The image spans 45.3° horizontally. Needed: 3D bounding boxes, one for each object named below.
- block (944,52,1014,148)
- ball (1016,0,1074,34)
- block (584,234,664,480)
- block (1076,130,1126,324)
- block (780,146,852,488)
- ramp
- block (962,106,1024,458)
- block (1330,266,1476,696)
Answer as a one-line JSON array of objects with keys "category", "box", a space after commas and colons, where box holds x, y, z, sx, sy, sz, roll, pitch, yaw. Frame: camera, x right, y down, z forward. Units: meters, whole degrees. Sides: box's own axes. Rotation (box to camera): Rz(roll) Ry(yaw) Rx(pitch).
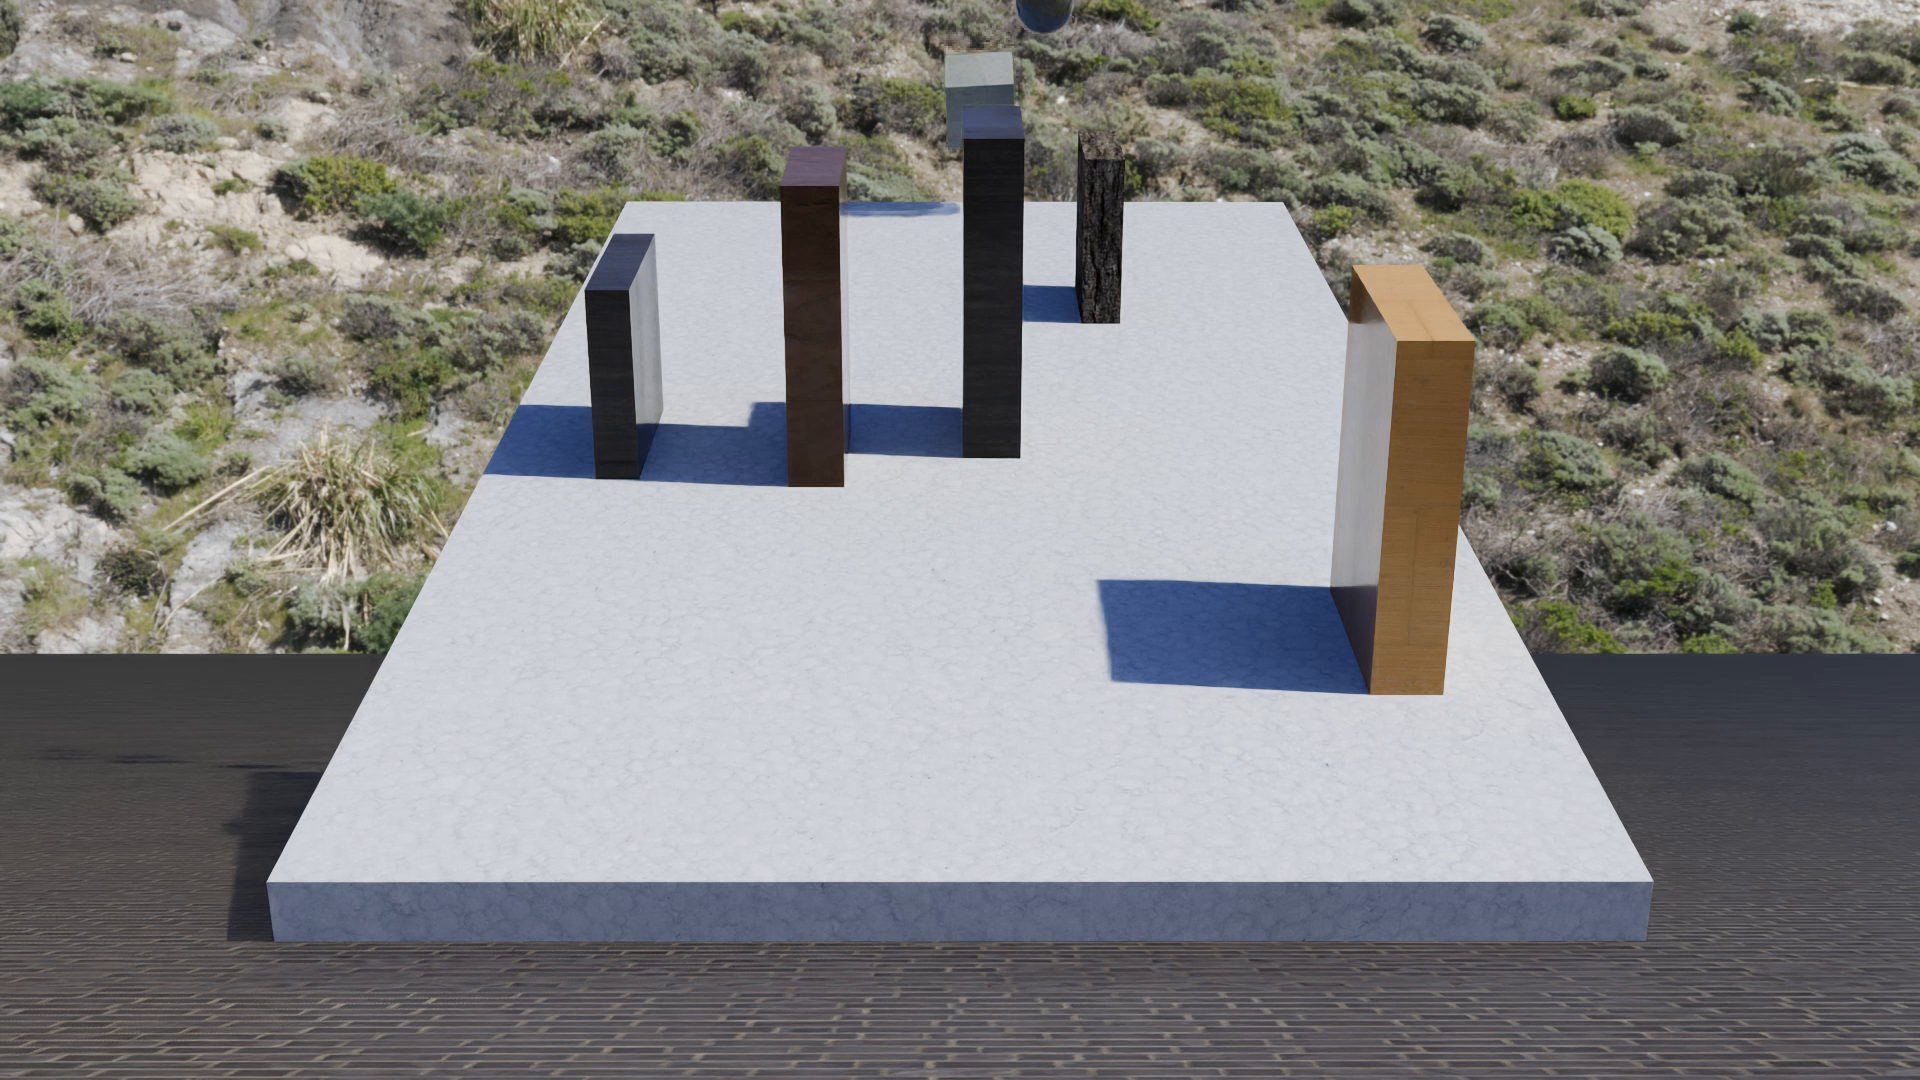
[{"category": "block", "box": [0.061, -1.302, 6.806, 0.199, 0.199, 0.199, -3, 40, 2]}, {"category": "ball", "box": [0.253, -1.601, 6.879, 0.171, 0.171, 0.171, 0, -3, 0]}, {"category": "block", "box": [-0.718, -0.402, 4.949, 0.091, 0.410, 0.445, 0, 22, 0]}, {"category": "block", "box": [0.358, -0.808, 5.923, 0.099, 0.423, 0.329, 0, 22, 0]}, {"category": "block", "box": [-0.298, -0.470, 4.820, 0.116, 0.636, 0.350, 0, 22, 0]}, {"category": "ramp", "box": [-0.007, -0.223, 5.187, 2.000, 0.100, 4.000, 0, 22, 0]}, {"category": "block", "box": [0.068, -0.556, 4.957, 0.124, 0.693, 0.320, 0, 22, 0]}, {"category": "block", "box": [0.753, -0.111, 3.970, 0.124, 0.624, 0.443, 0, 22, 0]}]
